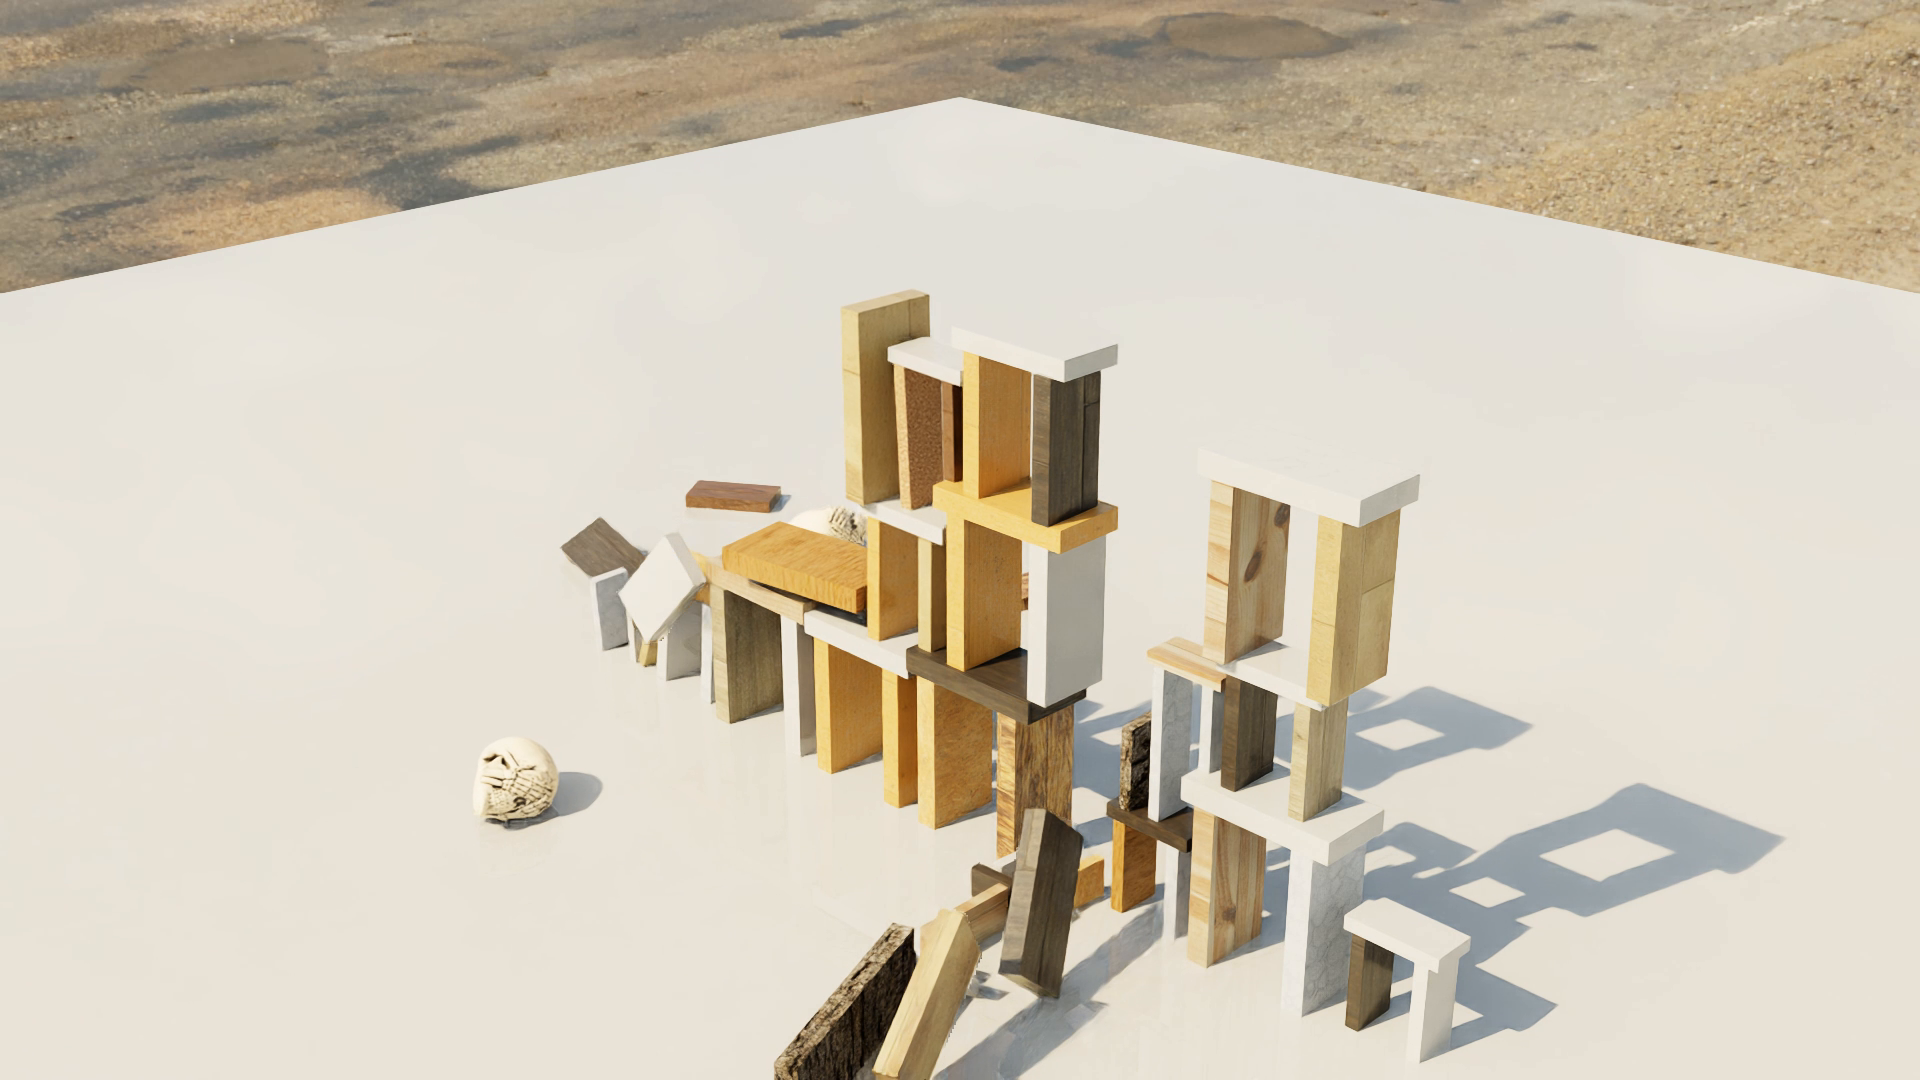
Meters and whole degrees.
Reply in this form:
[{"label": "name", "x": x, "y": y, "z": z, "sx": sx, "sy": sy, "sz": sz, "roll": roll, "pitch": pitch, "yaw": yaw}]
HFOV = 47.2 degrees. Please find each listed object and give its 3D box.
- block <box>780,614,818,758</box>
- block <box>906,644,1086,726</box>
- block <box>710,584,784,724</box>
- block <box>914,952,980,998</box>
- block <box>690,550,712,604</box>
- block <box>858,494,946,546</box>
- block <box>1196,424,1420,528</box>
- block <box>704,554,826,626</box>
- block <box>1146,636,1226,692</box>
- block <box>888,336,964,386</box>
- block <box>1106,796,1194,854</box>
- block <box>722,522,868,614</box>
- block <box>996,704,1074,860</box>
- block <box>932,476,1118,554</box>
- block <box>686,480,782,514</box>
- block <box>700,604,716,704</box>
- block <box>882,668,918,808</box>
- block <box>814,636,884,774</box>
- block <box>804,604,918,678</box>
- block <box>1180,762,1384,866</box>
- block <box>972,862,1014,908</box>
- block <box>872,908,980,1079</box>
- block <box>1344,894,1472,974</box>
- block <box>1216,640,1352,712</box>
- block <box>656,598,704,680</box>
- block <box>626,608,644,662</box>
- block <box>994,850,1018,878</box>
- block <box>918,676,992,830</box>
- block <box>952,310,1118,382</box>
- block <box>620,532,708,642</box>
[{"label": "block", "x": -0.302, "y": 0.285, "z": 4.677, "sx": 0.046, "sy": 0.321, "sz": 0.161, "roll": 19, "pitch": 30, "yaw": 38}, {"label": "block", "x": 0.068, "y": 0.257, "z": 4.254, "sx": 0.329, "sy": 0.047, "sz": 0.164, "roll": 21, "pitch": 31, "yaw": 41}, {"label": "block", "x": -0.463, "y": 0.227, "z": 4.814, "sx": 0.161, "sy": 0.321, "sz": 0.046, "roll": -21, "pitch": 31, "yaw": -40}, {"label": "block", "x": -0.054, "y": 0.758, "z": 3.869, "sx": 0.167, "sy": 0.084, "sz": 0.024, "roll": 10, "pitch": 61, "yaw": 23}, {"label": "block", "x": -0.567, "y": 0.087, "z": 4.888, "sx": 0.241, "sy": 0.034, "sz": 0.121, "roll": 20, "pitch": 30, "yaw": 39}, {"label": "block", "x": -0.075, "y": -0.055, "z": 4.274, "sx": 0.119, "sy": 0.034, "sz": 0.238, "roll": -21, "pitch": 31, "yaw": -40}, {"label": "block", "x": 0.562, "y": -0.107, "z": 3.562, "sx": 0.323, "sy": 0.046, "sz": 0.162, "roll": 21, "pitch": 31, "yaw": 41}, {"label": "block", "x": -0.378, "y": 0.088, "z": 4.674, "sx": 0.161, "sy": 0.046, "sz": 0.321, "roll": -21, "pitch": 31, "yaw": -40}, {"label": "block", "x": 0.419, "y": 0.217, "z": 3.866, "sx": 0.166, "sy": 0.024, "sz": 0.083, "roll": 21, "pitch": 31, "yaw": 41}, {"label": "block", "x": -0.034, "y": -0.336, "z": 4.123, "sx": 0.098, "sy": 0.028, "sz": 0.195, "roll": -21, "pitch": 31, "yaw": -40}, {"label": "block", "x": 0.372, "y": 0.510, "z": 4.032, "sx": 0.192, "sy": 0.027, "sz": 0.096, "roll": 21, "pitch": 31, "yaw": 41}, {"label": "block", "x": -0.296, "y": 0.053, "z": 4.534, "sx": 0.359, "sy": 0.051, "sz": 0.180, "roll": 16, "pitch": 28, "yaw": 34}, {"label": "block", "x": 0.146, "y": 0.460, "z": 4.256, "sx": 0.164, "sy": 0.329, "sz": 0.047, "roll": -21, "pitch": 31, "yaw": -41}, {"label": "block", "x": 0.119, "y": -0.061, "z": 4.071, "sx": 0.319, "sy": 0.045, "sz": 0.159, "roll": 21, "pitch": 31, "yaw": 40}, {"label": "block", "x": -0.617, "y": -0.119, "z": 5.998, "sx": 0.236, "sy": 0.033, "sz": 0.118, "roll": 5, "pitch": 23, "yaw": 11}, {"label": "block", "x": -0.517, "y": 0.236, "z": 4.893, "sx": 0.121, "sy": 0.241, "sz": 0.034, "roll": -21, "pitch": 36, "yaw": -40}, {"label": "block", "x": -0.086, "y": 0.379, "z": 4.476, "sx": 0.043, "sy": 0.305, "sz": 0.153, "roll": 22, "pitch": 31, "yaw": 40}, {"label": "block", "x": -0.231, "y": 0.323, "z": 4.608, "sx": 0.043, "sy": 0.305, "sz": 0.153, "roll": 21, "pitch": 31, "yaw": 41}, {"label": "block", "x": -0.158, "y": 0.191, "z": 4.473, "sx": 0.305, "sy": 0.043, "sz": 0.153, "roll": 21, "pitch": 31, "yaw": 41}, {"label": "block", "x": 0.557, "y": 0.458, "z": 3.812, "sx": 0.317, "sy": 0.045, "sz": 0.158, "roll": 21, "pitch": 31, "yaw": 41}, {"label": "block", "x": 0.089, "y": 0.666, "z": 4.088, "sx": 0.159, "sy": 0.080, "sz": 0.023, "roll": 18, "pitch": 30, "yaw": 37}, {"label": "block", "x": -0.052, "y": 0.768, "z": 3.590, "sx": 0.042, "sy": 0.148, "sz": 0.295, "roll": 11, "pitch": 57, "yaw": 21}, {"label": "block", "x": 0.750, "y": 0.659, "z": 3.691, "sx": 0.188, "sy": 0.027, "sz": 0.094, "roll": 21, "pitch": 31, "yaw": 41}, {"label": "block", "x": 0.554, "y": 0.222, "z": 3.712, "sx": 0.219, "sy": 0.031, "sz": 0.109, "roll": 21, "pitch": 31, "yaw": 40}, {"label": "block", "x": -0.626, "y": 0.193, "z": 4.993, "sx": 0.121, "sy": 0.241, "sz": 0.034, "roll": -20, "pitch": 38, "yaw": -39}, {"label": "block", "x": -0.723, "y": 0.187, "z": 5.088, "sx": 0.090, "sy": 0.180, "sz": 0.025, "roll": -16, "pitch": 25, "yaw": -33}, {"label": "block", "x": 0.130, "y": 0.624, "z": 4.188, "sx": 0.159, "sy": 0.080, "sz": 0.023, "roll": -19, "pitch": 29, "yaw": -37}, {"label": "block", "x": -0.009, "y": 0.399, "z": 4.399, "sx": 0.047, "sy": 0.328, "sz": 0.164, "roll": 21, "pitch": 31, "yaw": 41}, {"label": "block", "x": 0.132, "y": -0.348, "z": 3.927, "sx": 0.139, "sy": 0.039, "sz": 0.278, "roll": -21, "pitch": 31, "yaw": -40}, {"label": "block", "x": -0.651, "y": 0.104, "z": 4.809, "sx": 0.037, "sy": 0.261, "sz": 0.130, "roll": -20, "pitch": 72, "yaw": -41}]
